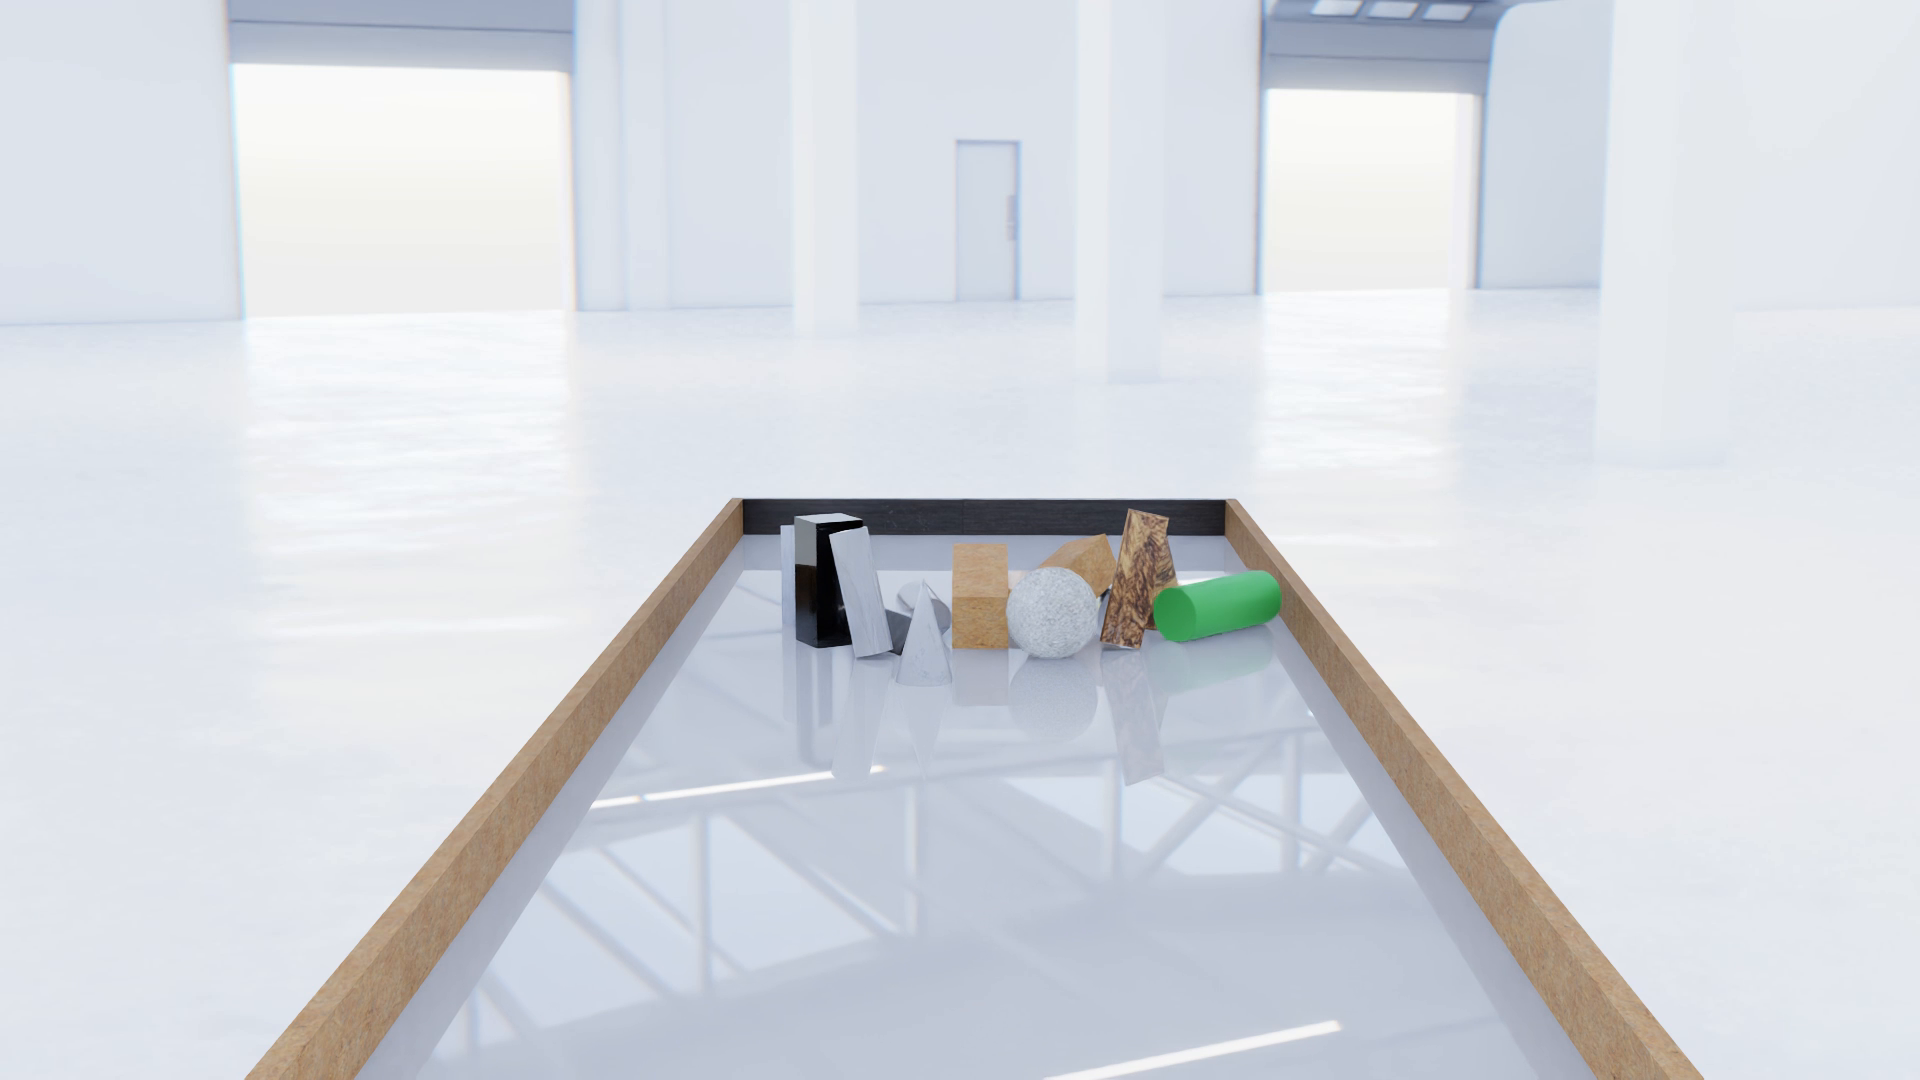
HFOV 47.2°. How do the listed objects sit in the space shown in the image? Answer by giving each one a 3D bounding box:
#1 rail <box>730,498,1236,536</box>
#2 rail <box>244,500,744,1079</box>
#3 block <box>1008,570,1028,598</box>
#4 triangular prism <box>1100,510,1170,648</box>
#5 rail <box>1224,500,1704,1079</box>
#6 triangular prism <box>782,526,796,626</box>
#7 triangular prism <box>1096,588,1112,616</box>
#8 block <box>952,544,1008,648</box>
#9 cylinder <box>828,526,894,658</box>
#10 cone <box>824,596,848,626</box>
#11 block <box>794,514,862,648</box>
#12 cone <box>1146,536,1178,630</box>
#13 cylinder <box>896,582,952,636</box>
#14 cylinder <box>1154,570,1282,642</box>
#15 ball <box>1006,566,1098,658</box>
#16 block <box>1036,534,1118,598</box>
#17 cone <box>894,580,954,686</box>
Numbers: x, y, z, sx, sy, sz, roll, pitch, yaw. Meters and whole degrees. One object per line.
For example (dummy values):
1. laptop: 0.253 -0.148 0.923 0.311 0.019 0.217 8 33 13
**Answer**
1. rail: 0.099 -0.098 9.147 2.100 0.150 0.050 0 9 1
2. rail: -1.004 0.839 3.234 0.050 0.150 12.000 0 9 1
3. block: 0.202 0.186 7.512 0.101 0.101 0.363 2 9 10
4. triangular prism: 0.520 0.115 6.883 0.143 0.420 0.123 11 2 -23
5. rail: 1.046 0.843 3.208 0.050 0.150 12.000 0 9 1
6. triangular prism: -0.499 0.117 7.229 0.119 0.326 0.137 -7 11 -37
7. triangular prism: 0.467 0.176 7.591 0.106 0.092 0.432 -2 9 -10
8. block: 0.065 0.176 7.030 0.176 0.176 0.429 0 23 0
9. cylinder: -0.303 0.158 6.734 0.120 0.383 0.120 -12 3 1
10. cone: -0.453 0.235 7.365 0.103 0.103 0.342 -5 2 -29
11. block: -0.414 0.127 6.945 0.161 0.396 0.161 -5 10 -28
12. cone: 0.662 0.101 7.208 0.176 0.364 0.176 0 9 0
13. cylinder: -0.121 0.227 7.152 0.133 0.133 0.315 -2 9 -10
14. cylinder: 0.837 0.211 7.127 0.174 0.174 0.456 9 12 43
15. ball: 0.283 0.220 6.726 0.280 0.280 0.280 0 9 0
16. block: 0.382 0.123 7.383 0.157 0.157 0.319 -13 15 34
17. cone: -0.105 0.258 6.403 0.174 0.307 0.174 0 9 0
